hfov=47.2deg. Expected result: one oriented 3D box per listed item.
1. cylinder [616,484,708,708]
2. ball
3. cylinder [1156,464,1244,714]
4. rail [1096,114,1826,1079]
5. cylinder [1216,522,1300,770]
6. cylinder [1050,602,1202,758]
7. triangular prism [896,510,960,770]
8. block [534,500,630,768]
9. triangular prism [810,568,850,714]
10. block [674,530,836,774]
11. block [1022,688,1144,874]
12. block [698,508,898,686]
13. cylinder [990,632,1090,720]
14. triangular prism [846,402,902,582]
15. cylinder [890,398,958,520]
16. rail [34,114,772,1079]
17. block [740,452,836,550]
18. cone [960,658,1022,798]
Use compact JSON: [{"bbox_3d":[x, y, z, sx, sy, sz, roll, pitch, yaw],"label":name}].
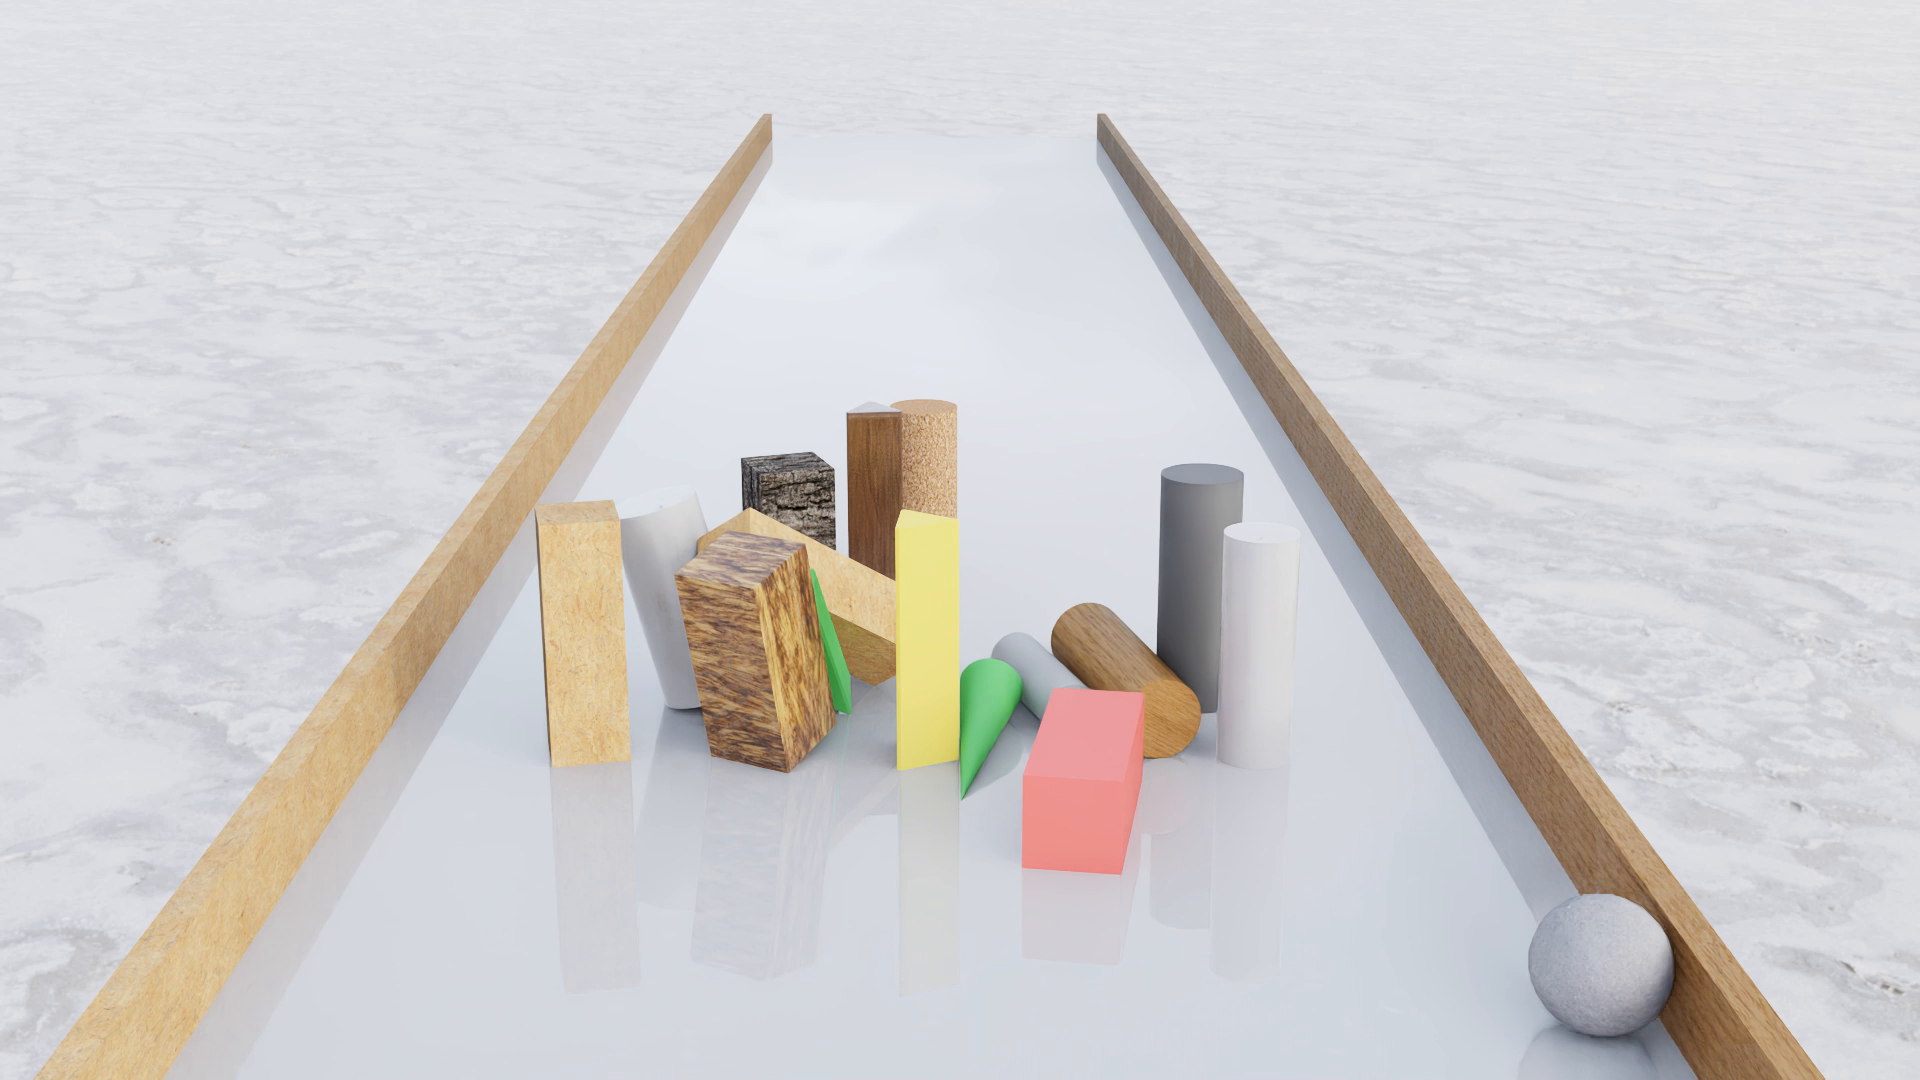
[{"bbox_3d":[-0.526,0.107,4.139,0.174,0.384,0.174,-14,17,4],"label":"cylinder"},{"bbox_3d":[0.865,0.573,2.968,0.190,0.190,0.190,0,17,0],"label":"ball"},{"bbox_3d":[0.450,0.091,4.139,0.153,0.446,0.153,0,17,0],"label":"cylinder"},{"bbox_3d":[0.932,-0.844,7.801,0.050,0.150,12.000,0,17,-1],"label":"rail"},{"bbox_3d":[0.524,0.186,3.873,0.133,0.416,0.133,0,17,0],"label":"cylinder"},{"bbox_3d":[0.303,0.255,4.108,0.148,0.148,0.452,-4,17,-13],"label":"cylinder"},{"bbox_3d":[-0.077,0.172,3.873,0.119,0.442,0.103,-8,18,-25],"label":"triangular prism"},{"bbox_3d":[-0.668,0.165,3.894,0.138,0.444,0.138,-4,17,-13],"label":"block"},{"bbox_3d":[-0.254,0.182,4.034,0.091,0.335,0.078,17,57,22],"label":"triangular prism"},{"bbox_3d":[-0.355,0.196,3.862,0.164,0.375,0.164,9,33,28],"label":"block"},{"bbox_3d":[0.208,0.391,3.634,0.158,0.158,0.397,3,17,9],"label":"block"},{"bbox_3d":[-0.273,0.112,4.126,0.141,0.141,0.457,-29,-40,33],"label":"block"},{"bbox_3d":[0.156,0.270,4.138,0.103,0.103,0.308,-5,17,-17],"label":"cylinder"},{"bbox_3d":[-0.183,-0.063,4.648,0.113,0.450,0.098,-2,17,-7],"label":"triangular prism"},{"bbox_3d":[-0.081,-0.105,4.893,0.150,0.392,0.150,0,17,0],"label":"cylinder"},{"bbox_3d":[-1.118,-0.838,7.780,0.050,0.150,12.000,0,17,-1],"label":"rail"},{"bbox_3d":[-0.341,0.038,4.403,0.149,0.396,0.149,-6,18,-20],"label":"block"},{"bbox_3d":[0.030,0.359,3.915,0.120,0.120,0.404,2,25,8],"label":"cone"}]
